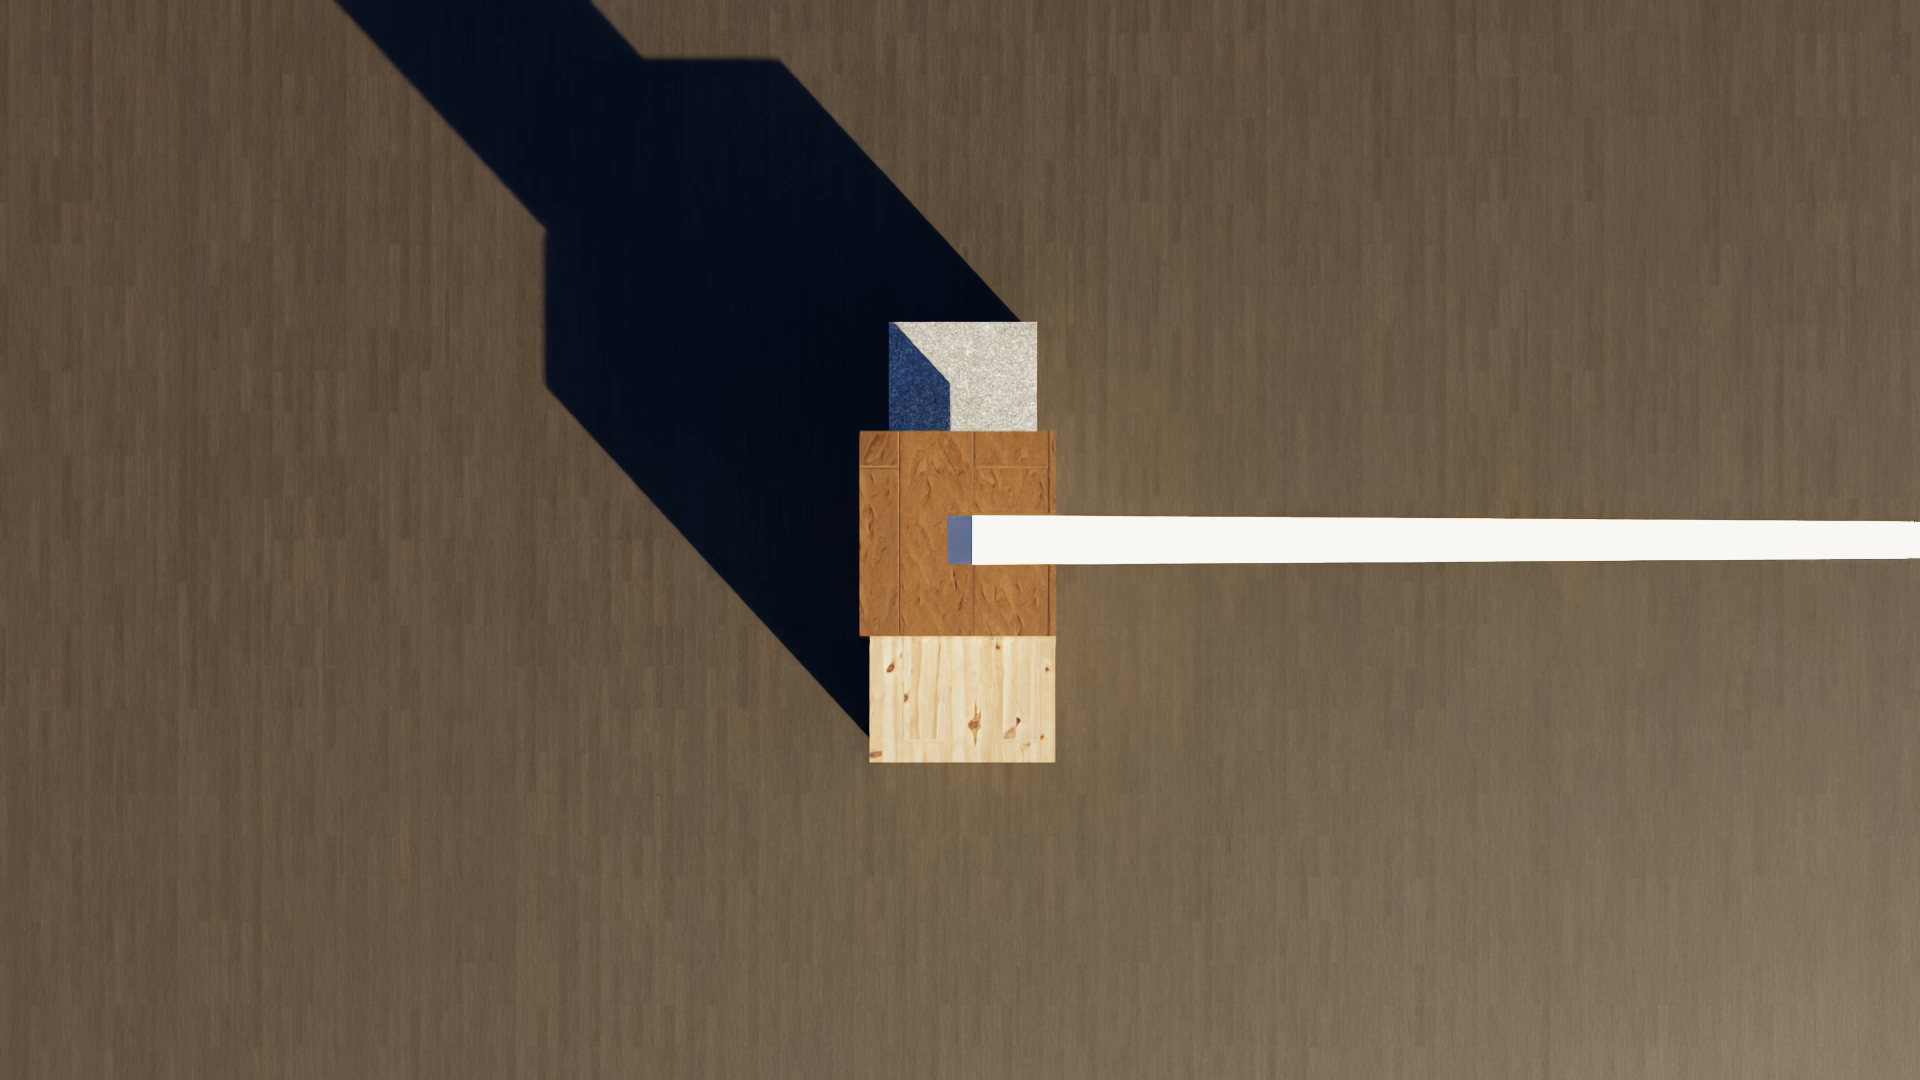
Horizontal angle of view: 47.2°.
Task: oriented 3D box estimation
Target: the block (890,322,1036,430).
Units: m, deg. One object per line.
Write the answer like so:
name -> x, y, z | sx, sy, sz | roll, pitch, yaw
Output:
block -> 0.017, -0.875, 12.630 | 0.825, 0.739, 0.682 | 0, 90, 0

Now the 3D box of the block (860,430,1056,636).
block -> -0.009, -0.020, 7.657 | 0.657, 0.573, 0.688 | 0, 90, 0

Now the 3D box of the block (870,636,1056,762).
block -> 0.013, 0.773, 12.517 | 1.014, 0.965, 0.887 | 0, 90, 0

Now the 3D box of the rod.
rod -> 2.234, 0.000, 4.952 | 5.200, 0.080, 0.080 | 0, 90, -31
